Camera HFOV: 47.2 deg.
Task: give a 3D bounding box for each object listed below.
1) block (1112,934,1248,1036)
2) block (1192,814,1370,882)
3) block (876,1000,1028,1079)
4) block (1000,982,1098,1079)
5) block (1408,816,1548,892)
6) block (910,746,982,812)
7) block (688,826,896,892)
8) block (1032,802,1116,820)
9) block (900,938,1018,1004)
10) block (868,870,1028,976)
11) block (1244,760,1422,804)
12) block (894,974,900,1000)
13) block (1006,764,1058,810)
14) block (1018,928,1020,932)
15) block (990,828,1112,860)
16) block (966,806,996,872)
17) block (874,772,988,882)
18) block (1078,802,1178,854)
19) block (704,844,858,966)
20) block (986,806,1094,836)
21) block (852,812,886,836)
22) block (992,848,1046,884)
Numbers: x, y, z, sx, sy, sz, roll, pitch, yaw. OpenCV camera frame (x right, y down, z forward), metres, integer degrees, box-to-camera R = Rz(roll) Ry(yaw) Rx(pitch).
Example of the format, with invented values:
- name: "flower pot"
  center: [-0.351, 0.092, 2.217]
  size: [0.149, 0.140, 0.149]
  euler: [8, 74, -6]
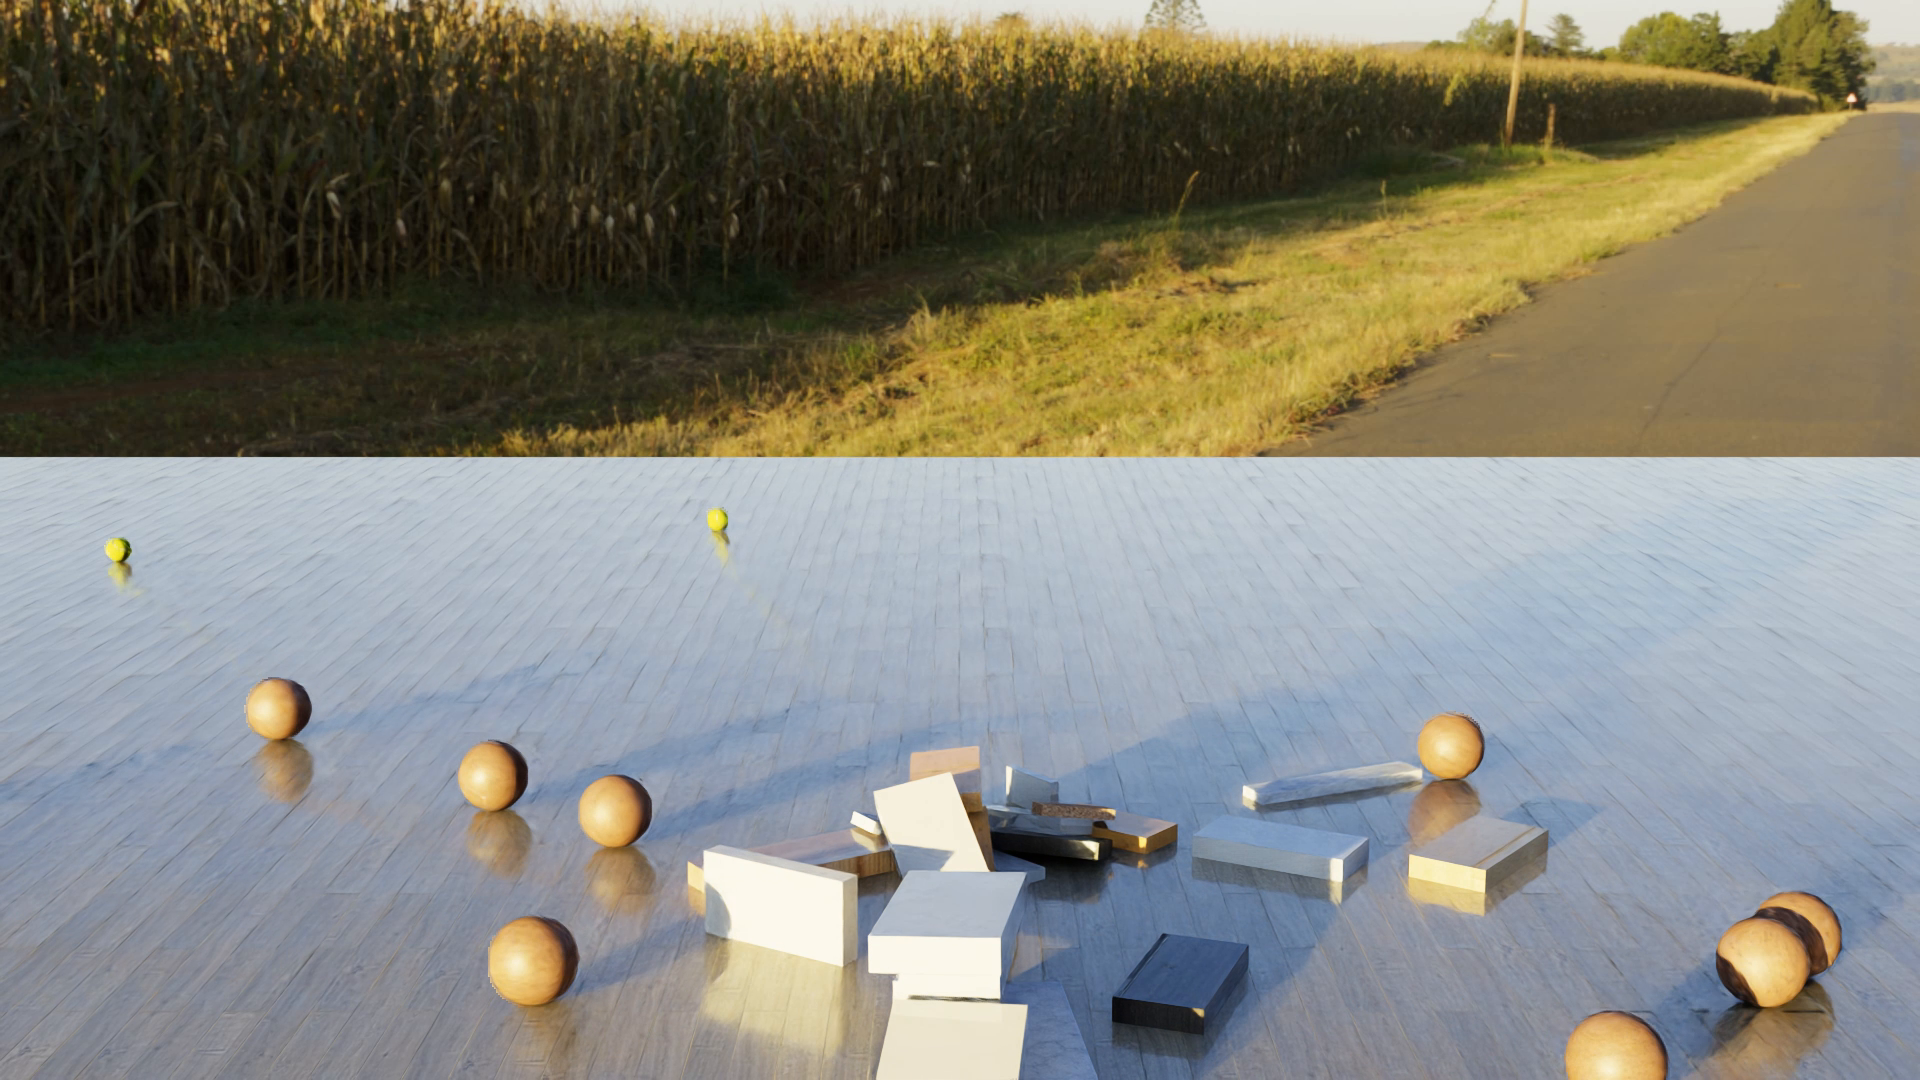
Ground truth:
- name: "block"
  center: [0.328, 0.651, 3.238]
  size: [0.135, 0.038, 0.269]
  euler: [4, 11, 20]
- name: "block"
  center: [0.561, 0.537, 3.846]
  size: [0.275, 0.039, 0.137]
  euler: [6, 12, 29]
- name: "block"
  center: [-0.017, 0.699, 2.737]
  size: [0.177, 0.050, 0.354]
  euler: [1, 23, 6]
- name: "block"
  center: [0.074, 0.692, 2.982]
  size: [0.177, 0.050, 0.354]
  euler: [-1, 11, -6]
- name: "block"
  center: [0.903, 0.543, 3.818]
  size: [0.137, 0.039, 0.274]
  euler: [8, 13, 36]
- name: "block"
  center: [-0.025, 0.422, 3.849]
  size: [0.123, 0.035, 0.246]
  euler: [-6, 13, 1]
- name: "block"
  center: [-0.277, 0.554, 3.754]
  size: [0.347, 0.039, 0.137]
  euler: [-7, 13, -33]
- name: "block"
  center: [0.202, 0.484, 3.925]
  size: [0.135, 0.019, 0.068]
  euler: [5, -3, -13]
- name: "block"
  center: [0.001, 0.582, 3.051]
  size: [0.134, 0.038, 0.268]
  euler: [0, 6, 6]
- name: "block"
  center: [-0.011, 0.534, 3.093]
  size: [0.177, 0.050, 0.354]
  euler: [0, 6, 8]
- name: "block"
  center: [0.725, 0.470, 4.264]
  size: [0.374, 0.019, 0.067]
  euler: [-5, 12, -26]
- name: "block"
  center: [-0.007, 0.617, 3.145]
  size: [0.134, 0.038, 0.268]
  euler: [0, 3, 8]
- name: "block"
  center: [0.136, 0.471, 4.126]
  size: [0.019, 0.067, 0.135]
  euler: [-8, 13, -35]
- name: "block"
  center: [0.009, 0.584, 3.360]
  size: [0.134, 0.038, 0.268]
  euler: [0, -8, 8]
- name: "block"
  center: [0.152, 0.530, 3.839]
  size: [0.210, 0.030, 0.105]
  euler: [4, -3, 17]
- name: "block"
  center: [-0.006, 0.532, 3.656]
  size: [0.123, 0.035, 0.246]
  euler: [-7, 28, -1]
- name: "block"
  center: [-0.045, 0.499, 3.611]
  size: [0.135, 0.038, 0.269]
  euler: [-14, 38, -8]
- name: "block"
  center: [0.275, 0.519, 3.968]
  size: [0.210, 0.030, 0.105]
  euler: [8, 13, 37]
- name: "block"
  center: [-0.280, 0.567, 3.423]
  size: [0.269, 0.135, 0.038]
  euler: [7, 12, 32]
- name: "block"
  center: [0.122, 0.503, 3.950]
  size: [0.210, 0.030, 0.105]
  euler: [3, -3, 37]
- name: "block"
  center: [-0.113, 0.512, 3.911]
  size: [0.146, 0.021, 0.073]
  euler: [15, 0, -35]
- name: "block"
  center: [0.069, 0.561, 3.769]
  size: [0.073, 0.021, 0.146]
  euler: [-9, 14, -41]
